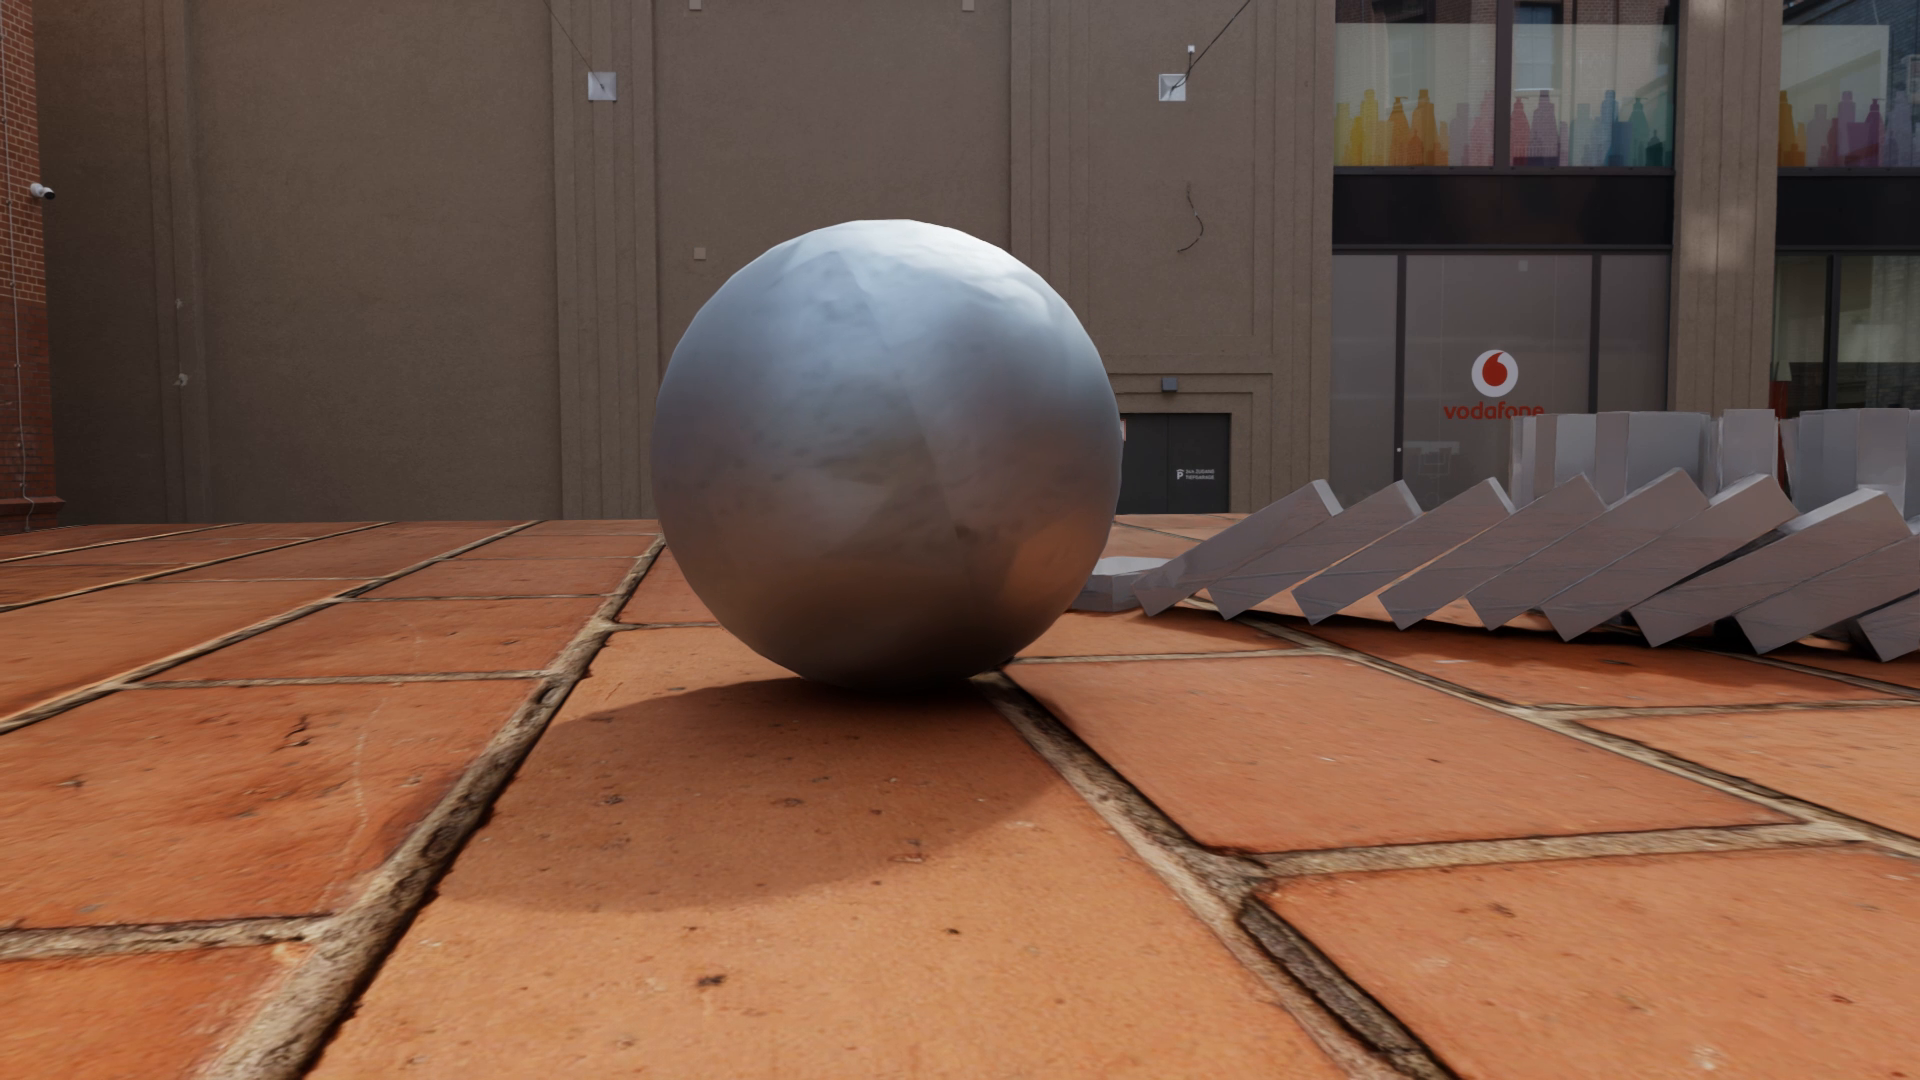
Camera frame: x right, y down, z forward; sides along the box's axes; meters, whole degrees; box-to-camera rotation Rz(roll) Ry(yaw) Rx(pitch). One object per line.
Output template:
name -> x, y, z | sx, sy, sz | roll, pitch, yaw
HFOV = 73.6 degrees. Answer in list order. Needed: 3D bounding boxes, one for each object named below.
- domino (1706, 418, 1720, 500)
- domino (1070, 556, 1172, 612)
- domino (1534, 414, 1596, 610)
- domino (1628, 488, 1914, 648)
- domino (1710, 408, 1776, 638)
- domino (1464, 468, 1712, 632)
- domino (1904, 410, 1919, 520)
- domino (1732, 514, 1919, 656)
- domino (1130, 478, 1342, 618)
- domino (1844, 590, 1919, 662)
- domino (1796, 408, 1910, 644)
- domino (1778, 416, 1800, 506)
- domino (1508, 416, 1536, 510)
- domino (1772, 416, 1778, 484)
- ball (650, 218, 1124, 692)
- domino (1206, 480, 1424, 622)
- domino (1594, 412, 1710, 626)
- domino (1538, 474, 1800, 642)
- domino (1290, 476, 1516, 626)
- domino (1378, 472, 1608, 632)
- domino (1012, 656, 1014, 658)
domino -> 0.213, -0.011, 0.379 | 0.009, 0.050, 0.025 | -1, 4, -8
domino -> 0.043, 0.012, 0.351 | 0.025, 0.009, 0.050 | 3, 5, 35
domino -> 0.161, -0.007, 0.327 | 0.025, 0.050, 0.010 | 0, 4, -5
domino -> 0.167, 0.006, 0.268 | 0.050, 0.009, 0.025 | -31, -10, 25
domino -> 0.177, -0.004, 0.291 | 0.010, 0.050, 0.025 | 2, 5, 29
domino -> 0.138, 0.002, 0.283 | 0.050, 0.009, 0.025 | -36, -12, 23
domino -> 0.217, -0.004, 0.284 | 0.009, 0.050, 0.025 | -1, 4, -11
domino -> 0.183, 0.007, 0.259 | 0.050, 0.009, 0.025 | -31, -10, 25
domino -> 0.069, 0.002, 0.317 | 0.050, 0.009, 0.025 | -32, -8, 22
domino -> 0.202, 0.007, 0.251 | 0.050, 0.009, 0.025 | -31, -8, 24
domino -> 0.196, -0.004, 0.284 | 0.009, 0.050, 0.025 | 1, 4, 8
domino -> 0.247, -0.010, 0.367 | 0.025, 0.050, 0.009 | -4, -5, -44
domino -> 0.162, -0.009, 0.348 | 0.025, 0.050, 0.009 | 1, 5, 18
domino -> 0.233, -0.011, 0.376 | 0.010, 0.050, 0.025 | 1, 4, 29
ball -> -0.012, -0.014, 0.221 | 0.080, 0.080, 0.080 | 0, 4, 0
domino -> 0.086, 0.002, 0.311 | 0.050, 0.010, 0.025 | -32, -8, 22
domino -> 0.165, -0.005, 0.307 | 0.025, 0.050, 0.010 | -1, 5, -19
domino -> 0.150, 0.004, 0.275 | 0.050, 0.010, 0.025 | -36, -12, 23
domino -> 0.104, 0.003, 0.302 | 0.050, 0.009, 0.025 | -34, -11, 24
domino -> 0.122, 0.003, 0.293 | 0.050, 0.010, 0.025 | -36, -12, 24
domino -> -0.001, 0.001, 0.267 | 0.025, 0.050, 0.009 | 0, -37, 5
